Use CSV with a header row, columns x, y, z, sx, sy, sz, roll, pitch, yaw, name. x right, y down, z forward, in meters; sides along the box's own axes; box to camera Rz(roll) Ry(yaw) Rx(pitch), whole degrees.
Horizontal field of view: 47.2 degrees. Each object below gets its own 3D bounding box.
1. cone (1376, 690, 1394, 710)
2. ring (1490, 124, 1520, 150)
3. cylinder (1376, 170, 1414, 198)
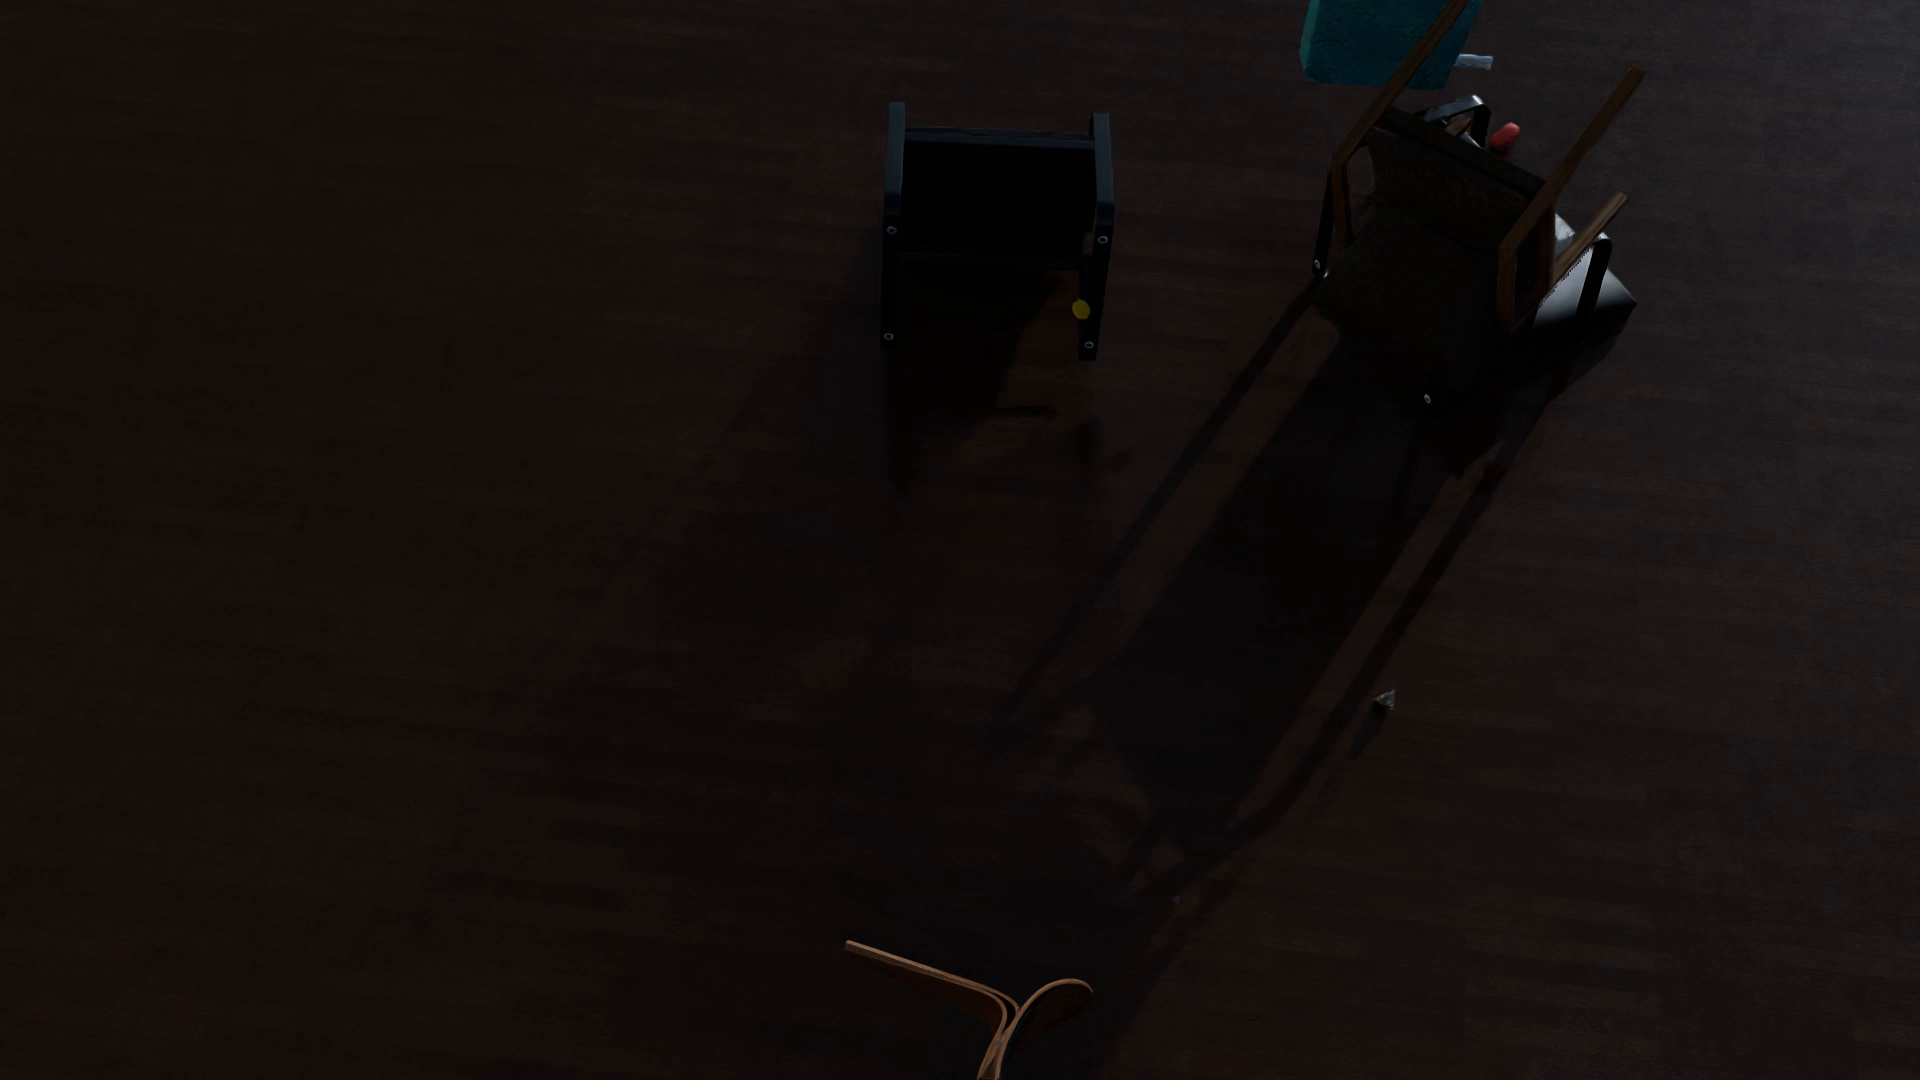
x,y,z,sx,sy,sz,roll,pitch,yaw,name
1.216,0.462,6.238,0.060,0.075,0.048,-28,90,-11,cone
1.846,-1.367,7.446,0.111,0.078,0.052,-37,81,-12,ring
1.448,-1.183,7.311,0.052,0.076,0.139,-5,40,-33,cylinder
